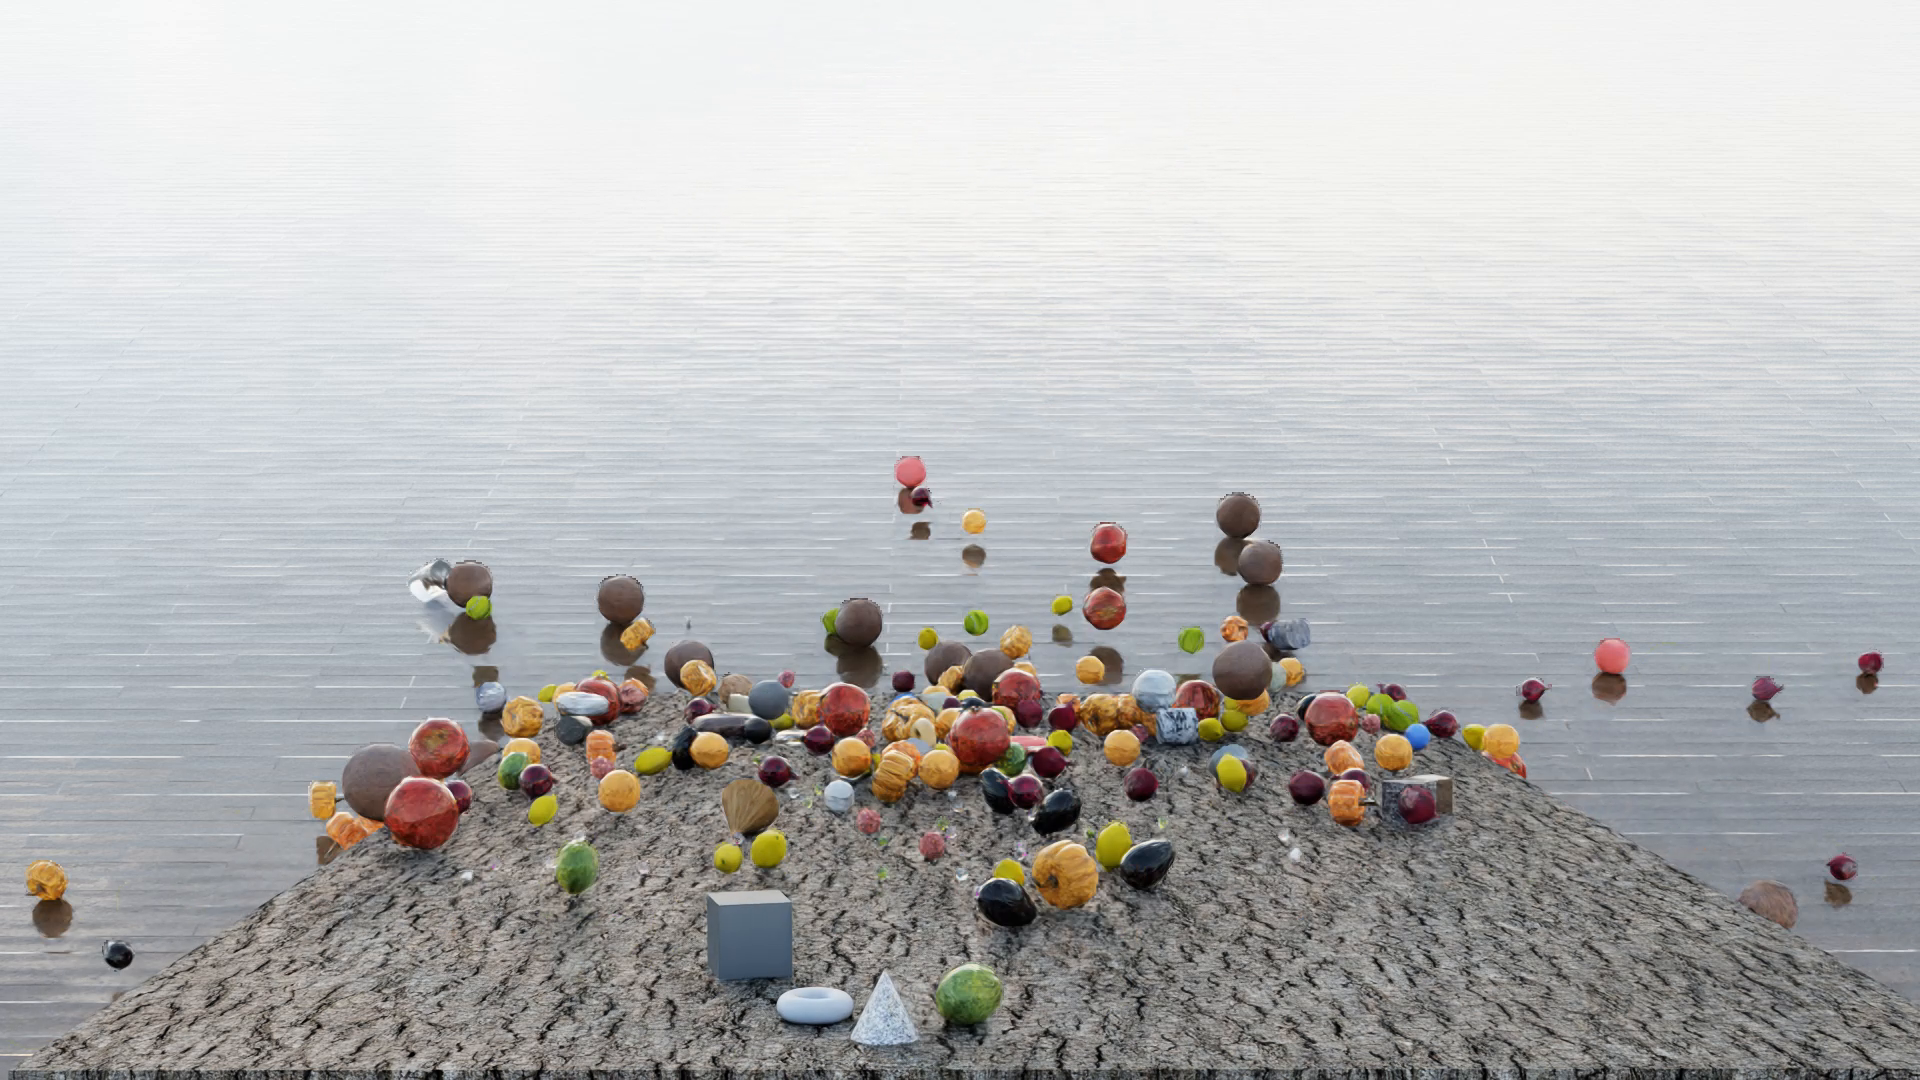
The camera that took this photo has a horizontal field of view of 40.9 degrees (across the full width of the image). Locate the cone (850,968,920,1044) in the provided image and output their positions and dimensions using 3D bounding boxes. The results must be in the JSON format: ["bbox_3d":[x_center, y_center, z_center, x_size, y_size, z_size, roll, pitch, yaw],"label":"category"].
[{"bbox_3d":[-0.078,0.483,2.691,0.072,0.072,0.072,0,2,0],"label":"cone"}]

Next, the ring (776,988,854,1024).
[{"bbox_3d":[-0.156,0.503,2.779,0.084,0.028,0.084,1,3,0],"label":"ring"}]

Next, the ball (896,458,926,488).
[{"bbox_3d":[-0.151,-0.208,7.969,0.095,0.095,0.095,0,24,0],"label":"ball"}]

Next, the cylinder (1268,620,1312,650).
[{"bbox_3d":[0.887,0.255,6.928,0.081,0.081,0.081,-15,3,-29],"label":"cylinder"}]

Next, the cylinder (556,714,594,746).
[{"bbox_3d":[-0.804,0.397,5.380,0.060,0.060,0.060,6,1,12],"label":"cylinder"}]

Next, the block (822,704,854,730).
[{"bbox_3d":[-0.269,0.391,5.685,0.053,0.053,0.053,1,2,16],"label":"block"}]

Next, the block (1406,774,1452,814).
[{"bbox_3d":[0.797,0.433,4.382,0.057,0.057,0.057,-1,2,-25],"label":"block"}]

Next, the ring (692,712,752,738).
[{"bbox_3d":[-0.509,0.399,5.545,0.141,0.047,0.141,-3,-1,0],"label":"ring"}]

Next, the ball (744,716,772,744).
[{"bbox_3d":[-0.424,0.398,5.401,0.059,0.059,0.059,0,24,0],"label":"ball"}]

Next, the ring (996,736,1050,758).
[{"bbox_3d":[0.127,0.416,5.183,0.110,0.037,0.110,0,1,0],"label":"ring"}]

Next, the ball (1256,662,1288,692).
[{"bbox_3d":[0.794,0.349,6.554,0.076,0.076,0.076,0,24,0],"label":"ball"}]

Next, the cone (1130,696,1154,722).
[{"bbox_3d":[0.435,0.392,5.819,0.090,0.090,0.090,-2,29,-4],"label":"cone"}]

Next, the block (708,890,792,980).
[{"bbox_3d":[-0.248,0.464,3.037,0.086,0.086,0.086,-1,2,-15],"label":"block"}]

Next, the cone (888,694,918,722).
[{"bbox_3d":[-0.114,0.396,5.836,0.071,0.071,0.071,-13,30,-26],"label":"cone"}]

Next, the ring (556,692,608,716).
[{"bbox_3d":[-0.783,0.341,5.350,0.110,0.037,0.110,6,4,0],"label":"ring"}]

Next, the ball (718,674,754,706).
[{"bbox_3d":[-0.533,0.360,6.143,0.083,0.083,0.083,0,24,0],"label":"ball"}]

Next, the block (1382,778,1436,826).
[{"bbox_3d":[0.740,0.431,4.243,0.069,0.069,0.069,1,2,30],"label":"block"}]

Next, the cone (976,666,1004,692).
[{"bbox_3d":[0.090,0.369,6.572,0.081,0.081,0.081,-8,11,-17],"label":"cone"}]

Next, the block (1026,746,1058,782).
[{"bbox_3d":[0.153,0.418,4.803,0.059,0.059,0.059,0,2,5],"label":"block"}]

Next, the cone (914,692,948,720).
[{"bbox_3d":[-0.067,0.342,5.497,0.064,0.064,0.064,21,26,1],"label":"cone"}]

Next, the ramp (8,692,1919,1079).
[{"bbox_3d":[0.056,0.506,4.550,2.000,0.100,4.000,0,2,0],"label":"ramp"}]

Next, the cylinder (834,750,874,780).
[{"bbox_3d":[-0.196,0.418,4.794,0.055,0.055,0.055,-16,7,-32],"label":"cylinder"}]

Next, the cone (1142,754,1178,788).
[{"bbox_3d":[0.365,0.436,4.694,0.064,0.064,0.064,1,40,1],"label":"cone"}]

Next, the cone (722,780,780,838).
[{"bbox_3d":[-0.349,0.449,4.118,0.097,0.097,0.097,5,30,12],"label":"cone"}]

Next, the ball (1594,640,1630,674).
[{"bbox_3d":[1.731,0.310,6.834,0.090,0.090,0.090,0,24,0],"label":"ball"}]

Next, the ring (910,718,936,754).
[{"bbox_3d":[-0.071,0.389,4.983,0.030,0.089,0.089,-2,23,-23],"label":"ring"}]

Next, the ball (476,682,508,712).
[{"bbox_3d":[-1.207,0.404,6.637,0.081,0.081,0.081,0,24,0],"label":"ball"}]

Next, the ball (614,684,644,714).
[{"bbox_3d":[-0.770,0.372,6.002,0.070,0.070,0.070,0,24,0],"label":"ball"}]

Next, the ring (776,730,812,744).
[{"bbox_3d":[-0.348,0.414,5.407,0.078,0.026,0.078,-1,3,0],"label":"ring"}]

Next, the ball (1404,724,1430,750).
[{"bbox_3d":[0.938,0.404,5.287,0.053,0.053,0.053,0,24,0],"label":"ball"}]

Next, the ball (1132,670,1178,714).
[{"bbox_3d":[0.411,0.320,5.435,0.095,0.095,0.095,0,24,0],"label":"ball"}]

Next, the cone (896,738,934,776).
[{"bbox_3d":[-0.092,0.427,4.922,0.074,0.074,0.074,5,64,-11],"label":"cone"}]

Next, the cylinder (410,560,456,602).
[{"bbox_3d":[-1.478,0.115,7.219,0.091,0.091,0.091,-24,9,34],"label":"cylinder"}]

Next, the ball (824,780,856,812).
[{"bbox_3d":[-0.205,0.435,4.372,0.054,0.054,0.054,0,24,0],"label":"ball"}]

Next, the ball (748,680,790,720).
[{"bbox_3d":[-0.382,0.320,5.149,0.082,0.082,0.082,0,24,0],"label":"ball"}]

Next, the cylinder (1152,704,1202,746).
[{"bbox_3d":[0.452,0.388,5.372,0.075,0.075,0.075,16,16,-28],"label":"cylinder"}]

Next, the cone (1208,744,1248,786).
[{"bbox_3d":[0.510,0.431,4.749,0.079,0.079,0.079,-8,31,-16],"label":"cone"}]

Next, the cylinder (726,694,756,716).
[{"bbox_3d":[-0.475,0.374,5.669,0.063,0.063,0.063,8,25,5],"label":"cylinder"}]
